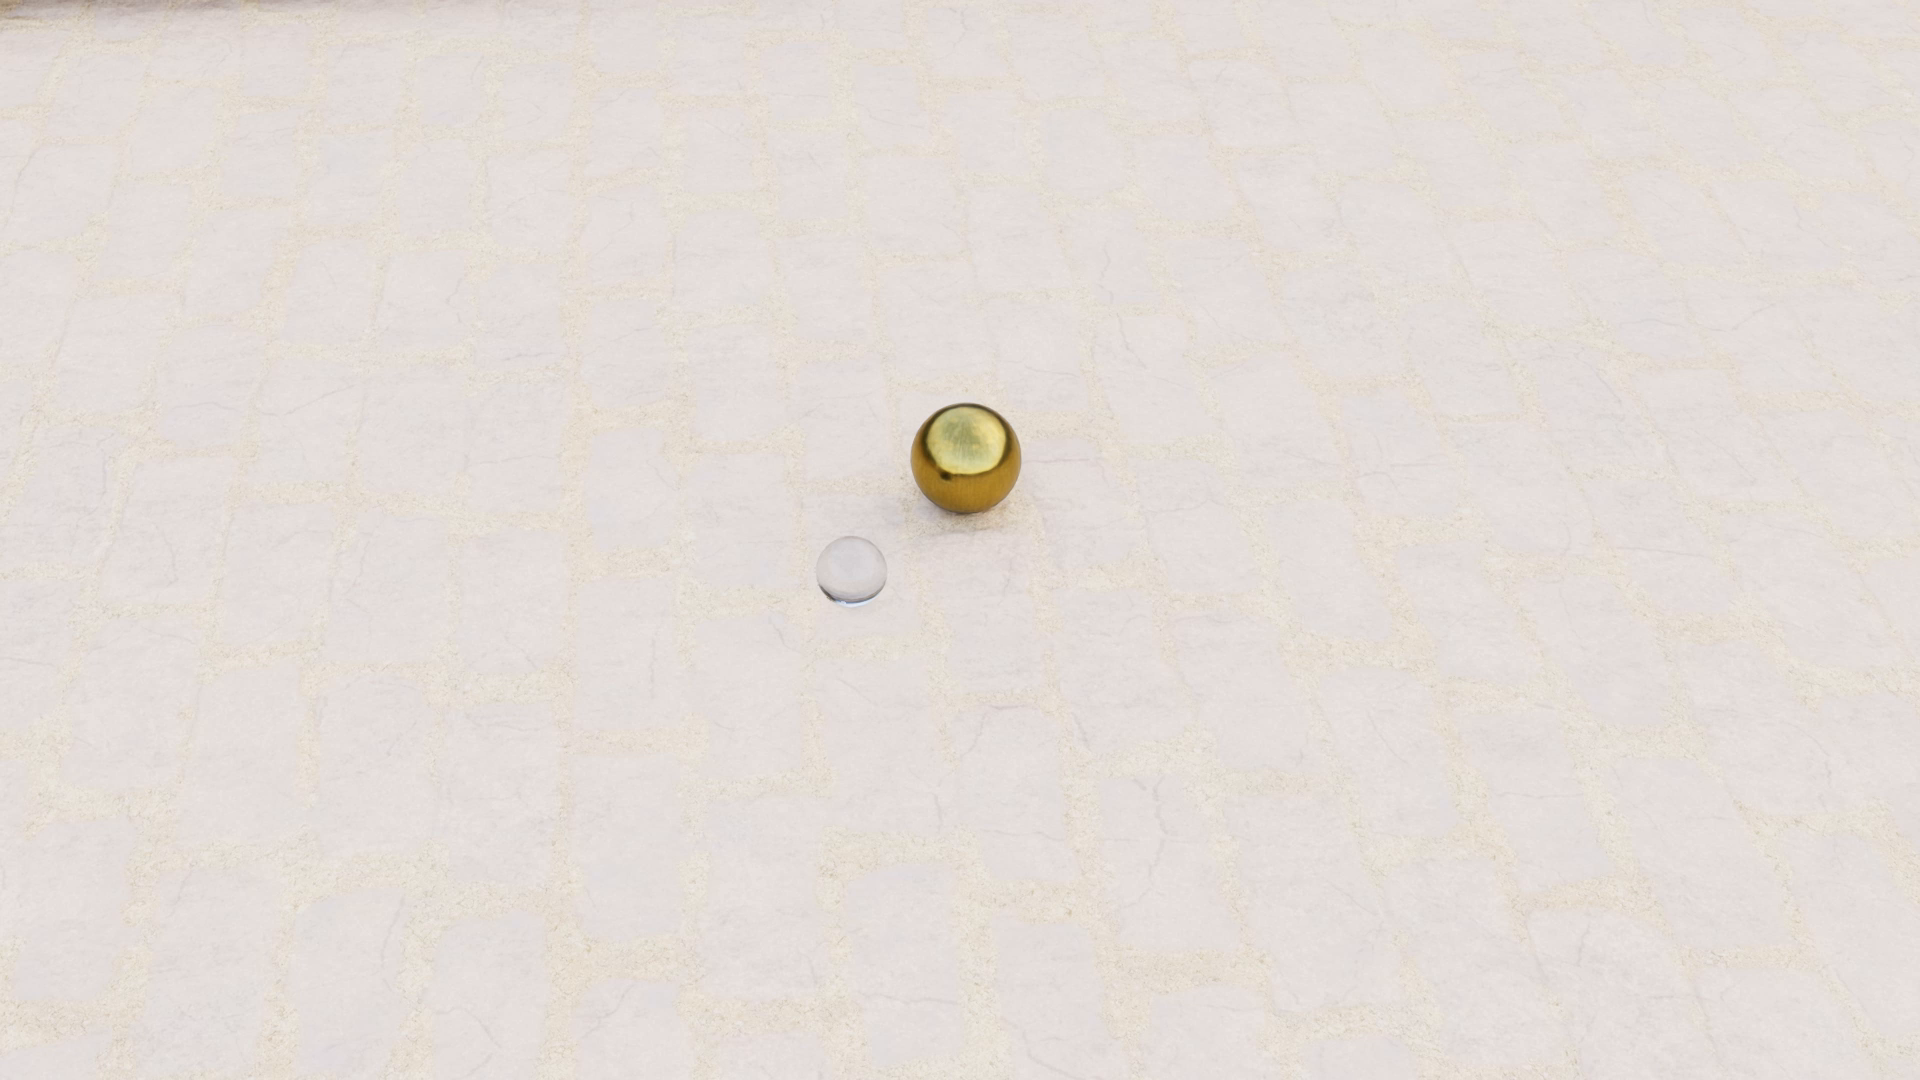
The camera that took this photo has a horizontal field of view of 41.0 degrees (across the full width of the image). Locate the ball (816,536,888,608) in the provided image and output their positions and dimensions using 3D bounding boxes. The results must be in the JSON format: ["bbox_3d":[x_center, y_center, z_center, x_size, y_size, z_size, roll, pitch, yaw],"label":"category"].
[{"bbox_3d":[-0.065,0.019,1.544,0.043,0.043,0.043,0,37,0],"label":"ball"}]

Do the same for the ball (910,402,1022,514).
[{"bbox_3d":[0.004,-0.052,1.616,0.071,0.071,0.071,0,37,0],"label":"ball"}]
